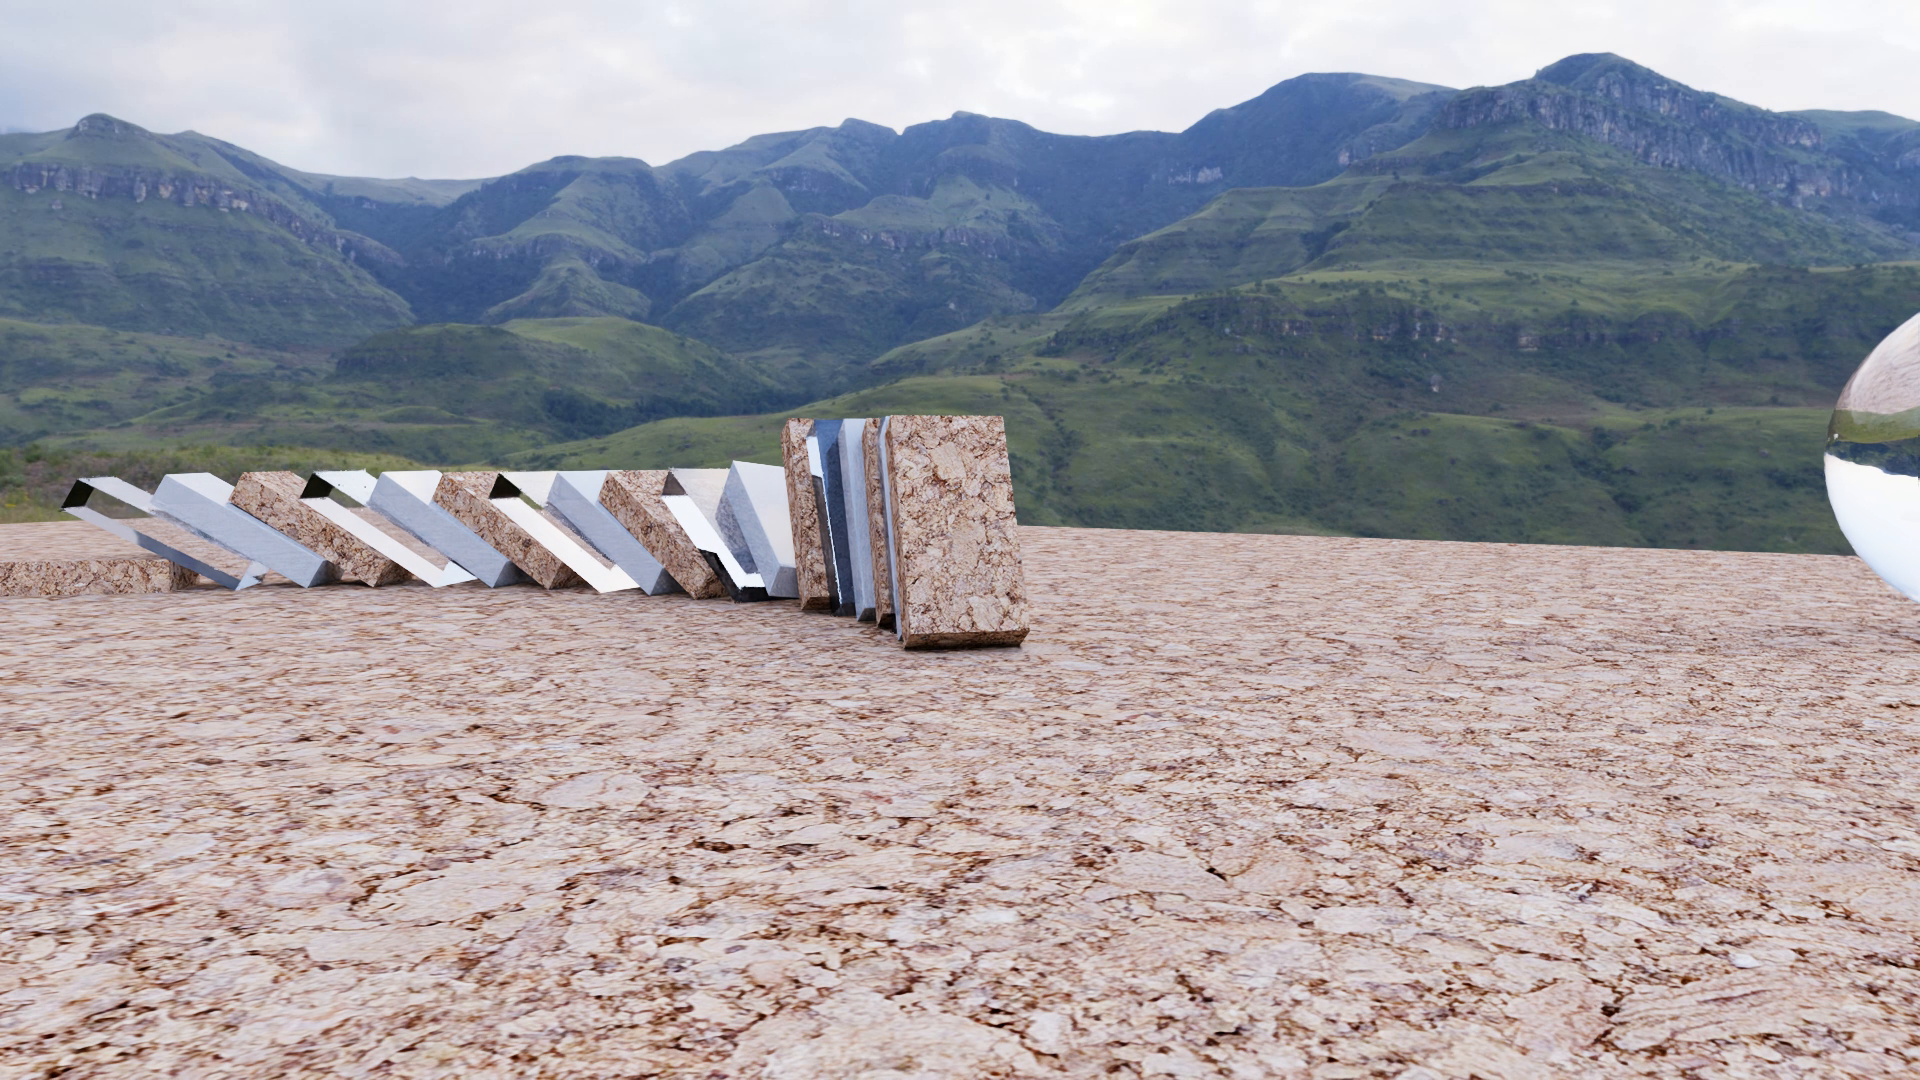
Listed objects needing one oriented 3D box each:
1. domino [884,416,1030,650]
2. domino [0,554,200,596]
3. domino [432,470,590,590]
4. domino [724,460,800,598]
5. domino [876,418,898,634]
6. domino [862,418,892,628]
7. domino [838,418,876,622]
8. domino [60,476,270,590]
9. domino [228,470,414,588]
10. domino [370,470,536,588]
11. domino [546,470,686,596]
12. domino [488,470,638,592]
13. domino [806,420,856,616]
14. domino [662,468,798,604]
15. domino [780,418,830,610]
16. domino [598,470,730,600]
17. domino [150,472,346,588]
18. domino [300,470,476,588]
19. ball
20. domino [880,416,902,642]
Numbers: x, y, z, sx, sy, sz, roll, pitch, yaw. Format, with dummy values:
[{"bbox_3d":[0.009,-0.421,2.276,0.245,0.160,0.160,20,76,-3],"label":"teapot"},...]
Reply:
[{"bbox_3d":[-0.001,-0.002,0.274,0.025,0.050,0.009,-1,-23,-13],"label":"domino"},{"bbox_3d":[-0.254,0.010,0.374,0.050,0.010,0.025,-1,4,-13],"label":"domino"},{"bbox_3d":[-0.133,-0.004,0.391,0.050,0.009,0.025,34,15,16],"label":"domino"},{"bbox_3d":[-0.046,-0.003,0.353,0.025,0.009,0.050,6,33,-31],"label":"domino"},{"bbox_3d":[-0.005,-0.004,0.295,0.025,0.050,0.009,-1,-23,-13],"label":"domino"},{"bbox_3d":[-0.009,-0.005,0.305,0.025,0.050,0.009,-1,-23,-13],"label":"domino"},{"bbox_3d":[-0.015,-0.005,0.316,0.025,0.050,0.010,-1,-23,-16],"label":"domino"},{"bbox_3d":[-0.232,-0.002,0.378,0.050,0.010,0.025,29,-2,-13],"label":"domino"},{"bbox_3d":[-0.193,-0.004,0.393,0.050,0.009,0.025,31,4,-1],"label":"domino"},{"bbox_3d":[-0.153,-0.004,0.394,0.050,0.009,0.025,33,12,12],"label":"domino"},{"bbox_3d":[-0.096,-0.003,0.379,0.050,0.010,0.025,38,23,25],"label":"domino"},{"bbox_3d":[-0.115,-0.003,0.386,0.050,0.009,0.025,35,18,19],"label":"domino"},{"bbox_3d":[-0.023,-0.006,0.325,0.025,0.050,0.009,-2,-23,-22],"label":"domino"},{"bbox_3d":[-0.061,-0.002,0.360,0.025,0.010,0.050,-2,37,-40],"label":"domino"},{"bbox_3d":[-0.031,-0.007,0.334,0.025,0.050,0.010,0,-23,-22],"label":"domino"},{"bbox_3d":[-0.079,-0.002,0.369,0.050,0.010,0.025,40,26,28],"label":"domino"},{"bbox_3d":[-0.212,-0.003,0.387,0.050,0.009,0.025,30,1,-6],"label":"domino"},{"bbox_3d":[-0.173,-0.004,0.394,0.050,0.010,0.025,32,8,5],"label":"domino"},{"bbox_3d":[0.238,-0.019,0.283,0.080,0.080,0.080,0,4,0],"label":"ball"},{"bbox_3d":[-0.003,-0.003,0.285,0.025,0.050,0.010,-1,-23,-13],"label":"domino"}]
